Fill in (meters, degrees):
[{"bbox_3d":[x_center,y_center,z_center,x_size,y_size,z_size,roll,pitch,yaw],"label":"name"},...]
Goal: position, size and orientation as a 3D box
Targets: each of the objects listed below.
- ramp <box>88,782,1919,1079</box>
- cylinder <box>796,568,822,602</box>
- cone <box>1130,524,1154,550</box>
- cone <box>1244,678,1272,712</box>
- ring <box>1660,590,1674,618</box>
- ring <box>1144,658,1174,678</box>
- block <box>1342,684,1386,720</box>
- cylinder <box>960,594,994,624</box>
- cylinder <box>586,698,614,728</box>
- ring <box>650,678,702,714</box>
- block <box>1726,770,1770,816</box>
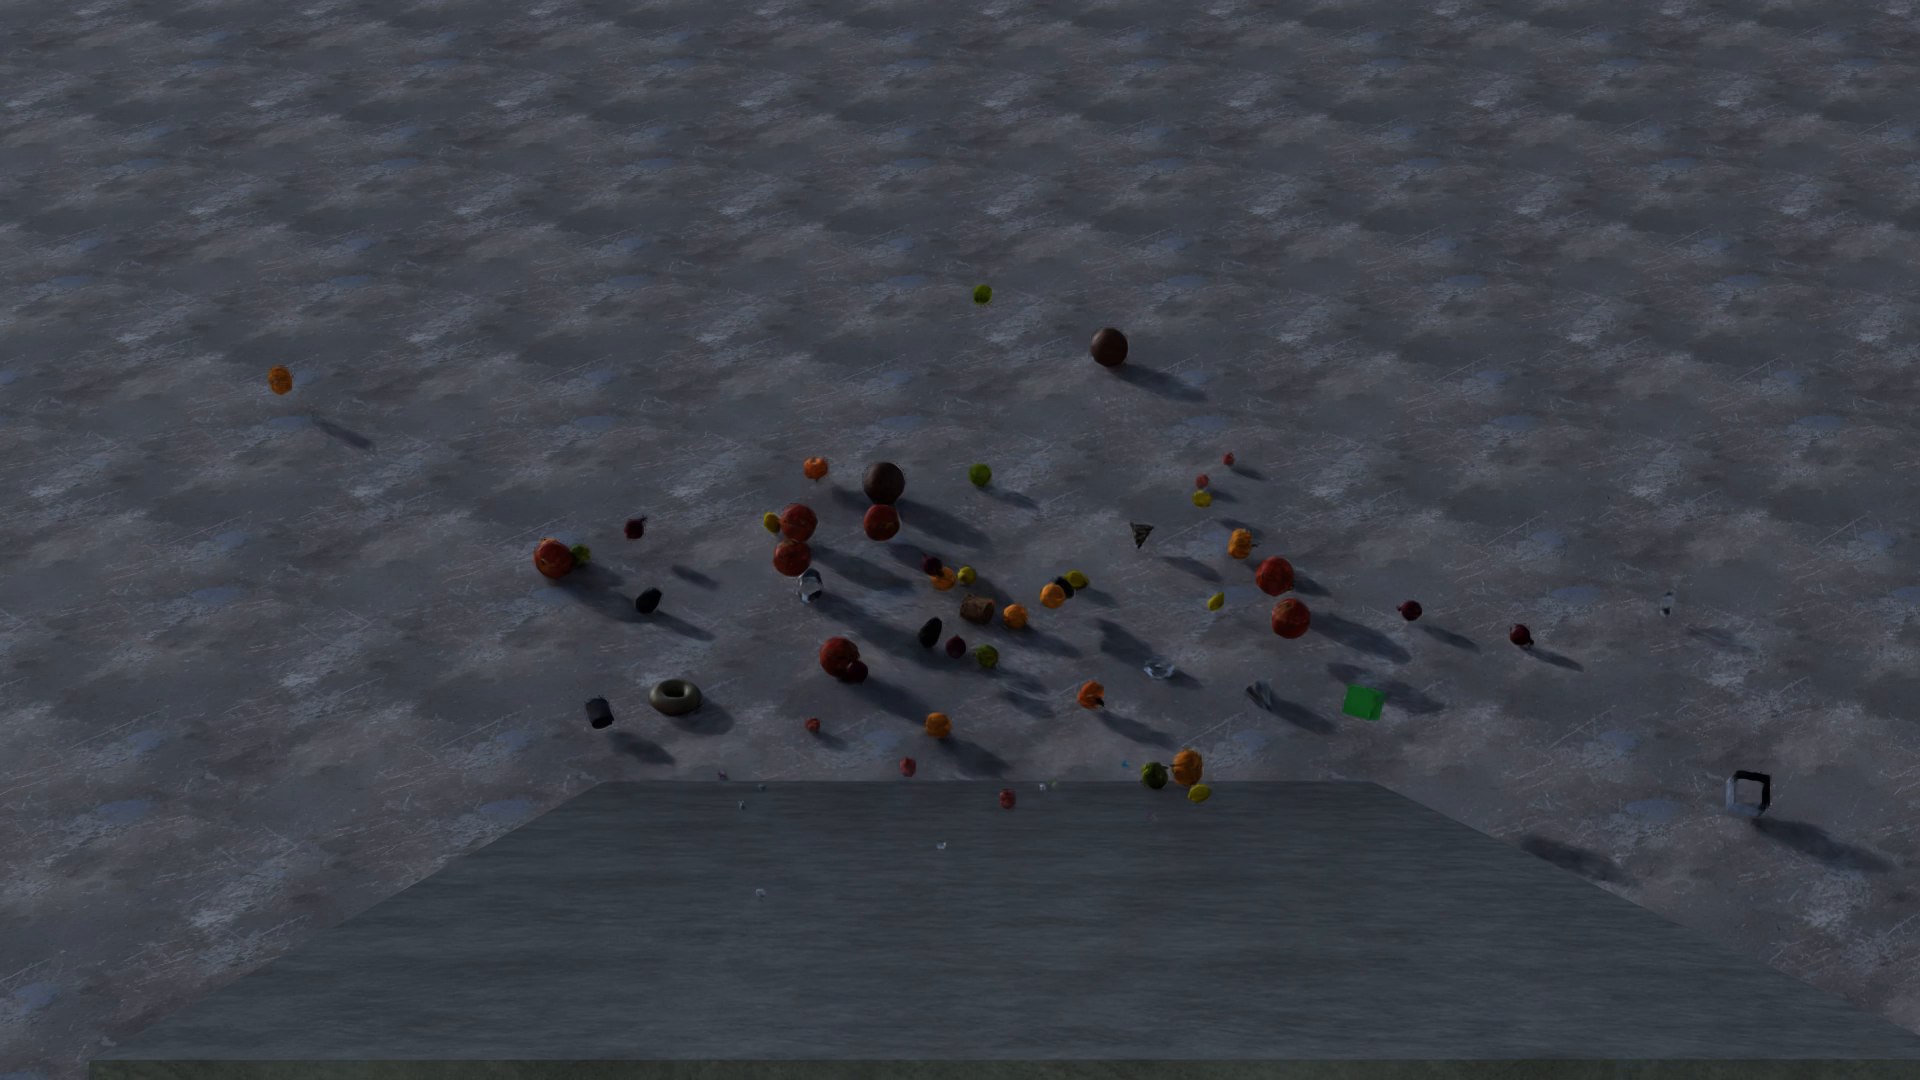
[{"bbox_3d":[0.073,0.640,4.756,2.000,0.100,4.000,0,-1,0],"label":"ramp"},{"bbox_3d":[-0.443,0.132,7.606,0.071,0.071,0.071,-2,33,-4],"label":"cylinder"},{"bbox_3d":[0.543,-0.009,7.812,0.074,0.074,0.074,7,2,0],"label":"cone"},{"bbox_3d":[0.841,0.440,7.163,0.085,0.085,0.085,-16,63,-23],"label":"cone"},{"bbox_3d":[2.044,0.185,7.495,0.026,0.078,0.078,10,34,29],"label":"ring"},{"bbox_3d":[0.560,0.359,7.298,0.082,0.027,0.082,-1,34,1],"label":"ring"},{"bbox_3d":[1.067,0.429,6.850,0.077,0.077,0.077,15,2,29],"label":"block"},{"bbox_3d":[0.050,0.199,7.500,0.074,0.074,0.074,16,36,22],"label":"cylinder"},{"bbox_3d":[-0.982,0.472,7.062,0.061,0.061,0.061,-13,58,-20],"label":"cylinder"},{"bbox_3d":[-0.786,0.433,7.165,0.143,0.048,0.143,2,30,-1],"label":"ring"},{"bbox_3d":[2.048,0.658,6.742,0.085,0.085,0.085,10,65,1],"label":"block"}]
